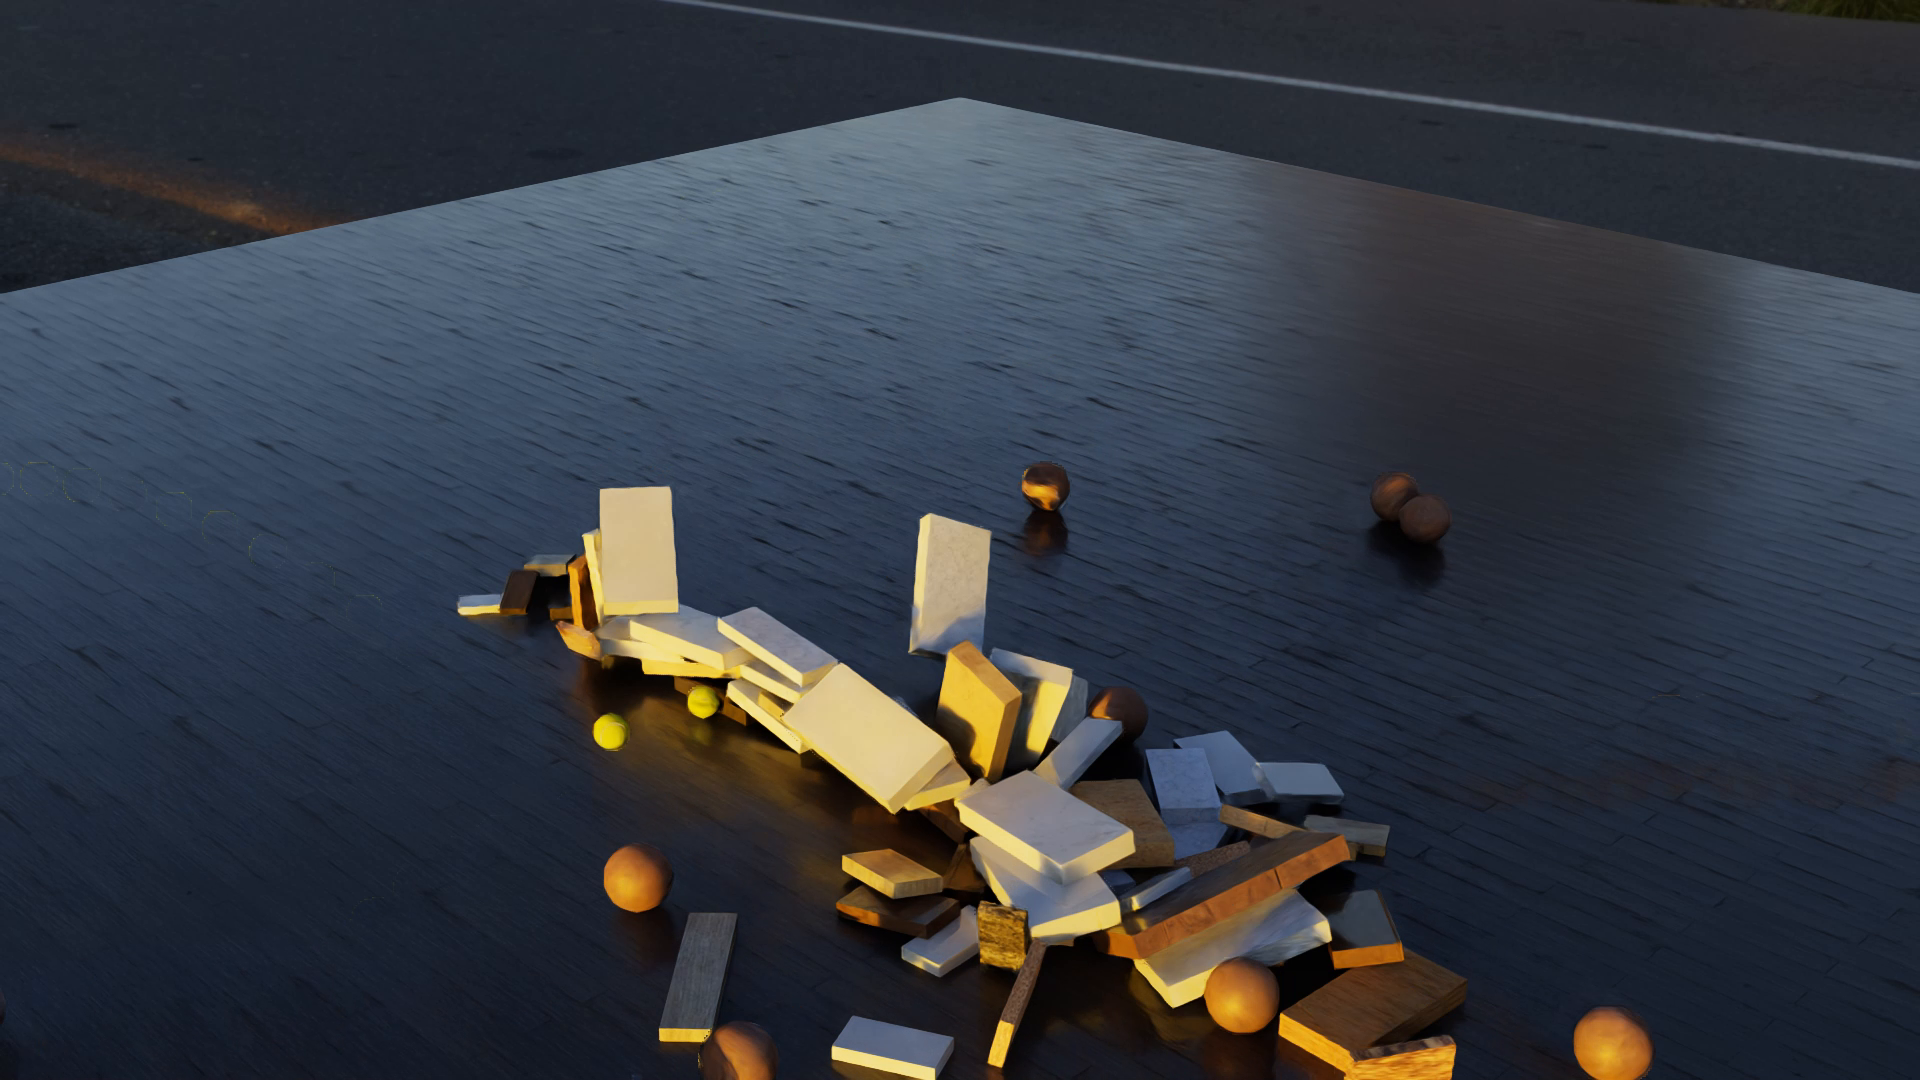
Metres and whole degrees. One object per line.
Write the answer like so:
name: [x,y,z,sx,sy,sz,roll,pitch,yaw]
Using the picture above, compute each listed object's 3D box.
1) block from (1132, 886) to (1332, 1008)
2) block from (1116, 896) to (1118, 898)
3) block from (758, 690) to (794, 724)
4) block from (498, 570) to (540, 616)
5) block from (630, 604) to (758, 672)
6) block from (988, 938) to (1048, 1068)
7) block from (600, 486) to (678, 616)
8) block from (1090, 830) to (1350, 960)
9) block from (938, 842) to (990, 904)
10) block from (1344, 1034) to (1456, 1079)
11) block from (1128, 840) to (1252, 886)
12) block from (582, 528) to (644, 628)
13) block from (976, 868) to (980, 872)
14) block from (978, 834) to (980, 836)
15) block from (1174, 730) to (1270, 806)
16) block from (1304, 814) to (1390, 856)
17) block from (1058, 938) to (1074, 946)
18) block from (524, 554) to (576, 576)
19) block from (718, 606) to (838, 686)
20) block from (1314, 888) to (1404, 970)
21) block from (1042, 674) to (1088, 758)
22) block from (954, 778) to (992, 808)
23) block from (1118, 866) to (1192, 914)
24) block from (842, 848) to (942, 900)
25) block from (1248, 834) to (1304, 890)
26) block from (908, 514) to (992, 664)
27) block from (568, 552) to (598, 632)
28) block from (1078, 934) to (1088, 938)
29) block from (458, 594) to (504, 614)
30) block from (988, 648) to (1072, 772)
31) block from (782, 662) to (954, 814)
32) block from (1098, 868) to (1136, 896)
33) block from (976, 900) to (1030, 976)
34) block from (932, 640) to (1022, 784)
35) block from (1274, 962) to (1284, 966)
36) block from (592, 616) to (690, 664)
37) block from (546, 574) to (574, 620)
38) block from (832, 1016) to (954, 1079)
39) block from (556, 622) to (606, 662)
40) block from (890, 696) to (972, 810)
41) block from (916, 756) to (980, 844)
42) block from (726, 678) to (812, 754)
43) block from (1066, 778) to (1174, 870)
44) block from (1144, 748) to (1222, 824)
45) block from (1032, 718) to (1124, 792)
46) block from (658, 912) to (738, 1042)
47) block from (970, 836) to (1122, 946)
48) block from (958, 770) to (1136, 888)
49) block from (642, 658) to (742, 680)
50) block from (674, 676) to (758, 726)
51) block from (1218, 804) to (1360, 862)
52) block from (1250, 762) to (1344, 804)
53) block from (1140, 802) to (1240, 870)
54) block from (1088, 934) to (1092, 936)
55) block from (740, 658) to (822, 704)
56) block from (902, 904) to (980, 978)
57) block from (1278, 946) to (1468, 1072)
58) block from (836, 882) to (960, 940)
block: [0.481,0.717,3.919,0.318,0.045,0.159,-20,24,-14]
block: [0.217,0.661,4.114,0.162,0.023,0.081,-7,21,-25]
block: [-0.319,0.376,4.724,0.111,0.031,0.221,-22,43,-41]
block: [-1.072,0.129,5.348,0.068,0.019,0.136,0,42,6]
block: [-0.582,0.214,4.910,0.310,0.039,0.139,16,27,39]
block: [0.100,0.792,3.772,0.026,0.092,0.250,18,26,8]
block: [-0.737,0.022,5.036,0.165,0.047,0.329,-2,52,-10]
block: [0.473,0.639,3.988,0.472,0.045,0.159,-21,4,-25]
block: [0.021,0.639,4.224,0.085,0.024,0.169,6,24,13]
block: [0.718,0.865,3.594,0.180,0.090,0.025,-6,28,-14]
block: [0.431,0.634,4.160,0.258,0.023,0.083,-15,26,-3]
block: [-0.794,0.101,5.165,0.139,0.277,0.039,-21,20,-41]
block: [0.088,0.636,4.189,0.056,0.016,0.112,-17,33,-42]
block: [0.097,0.591,4.222,0.081,0.023,0.162,-14,29,-13]
block: [0.554,0.478,4.589,0.125,0.035,0.250,-8,24,-18]
block: [0.763,0.584,4.354,0.166,0.023,0.083,7,24,15]
block: [0.162,0.715,4.015,0.093,0.046,0.013,6,35,14]
block: [-1.026,0.062,5.506,0.101,0.029,0.203,-1,7,-2]
block: [-0.397,0.229,4.791,0.104,0.030,0.280,-20,38,-41]
block: [0.721,0.703,3.985,0.122,0.035,0.245,-8,13,4]
block: [0.186,0.368,4.762,0.165,0.047,0.330,21,23,-2]
block: [0.079,0.547,4.350,0.169,0.024,0.085,37,42,20]
block: [0.344,0.646,4.032,0.085,0.024,0.170,-26,-6,42]
block: [-0.129,0.630,4.160,0.104,0.030,0.209,-3,9,-30]
block: [0.574,0.647,4.189,0.125,0.035,0.250,13,26,28]
block: [-0.022,0.118,5.063,0.165,0.330,0.047,16,-25,-27]
block: [-0.874,0.118,5.200,0.029,0.203,0.101,23,43,24]
block: [0.248,0.709,4.073,0.093,0.013,0.046,-14,27,-29]
block: [-1.153,0.156,5.369,0.136,0.019,0.068,-4,23,-9]
block: [0.109,0.353,4.483,0.165,0.330,0.047,16,50,-2]
block: [-0.186,0.393,4.408,0.169,0.048,0.338,-43,50,-16]
block: [0.236,0.642,4.101,0.162,0.023,0.081,-6,21,-24]
block: [0.077,0.705,3.879,0.085,0.170,0.024,11,47,14]
block: [0.028,0.365,4.424,0.047,0.329,0.165,-30,60,-31]
block: [0.545,0.708,4.006,0.083,0.023,0.166,-3,35,8]
block: [-0.702,0.227,5.030,0.277,0.039,0.139,5,21,29]
block: [-0.961,0.137,5.401,0.101,0.029,0.203,-5,24,-11]
block: [-0.113,0.857,3.708,0.184,0.026,0.092,8,24,18]
block: [-0.862,0.229,4.999,0.019,0.068,0.136,-41,34,-27]
block: [-0.114,0.429,4.455,0.142,0.040,0.283,-12,39,-31]
block: [-0.036,0.501,4.443,0.142,0.040,0.283,-21,44,-39]
block: [-0.380,0.367,4.788,0.125,0.035,0.250,-21,42,-40]
block: [0.299,0.553,4.305,0.169,0.048,0.378,-2,12,-6]
block: [0.451,0.497,4.455,0.122,0.035,0.245,-1,23,-2]
block: [0.229,0.448,4.519,0.085,0.024,0.321,4,23,29]
block: [-0.461,0.772,3.908,0.090,0.026,0.362,1,23,2]
block: [0.152,0.625,4.040,0.169,0.048,0.338,-14,24,-14]
block: [0.159,0.536,4.122,0.165,0.047,0.329,-22,27,-29]
block: [-0.580,0.270,4.983,0.250,0.035,0.125,2,19,22]
block: [-0.511,0.338,4.918,0.125,0.035,0.250,-21,31,-41]
block: [0.640,0.570,4.283,0.245,0.035,0.122,14,-3,37]
block: [0.686,0.493,4.467,0.180,0.025,0.090,5,37,-32]
block: [0.456,0.587,4.332,0.125,0.035,0.250,10,25,21]
block: [0.233,0.698,4.015,0.093,0.013,0.046,30,32,-28]
block: [-0.369,0.298,4.772,0.111,0.031,0.221,-19,26,-36]
block: [-0.010,0.730,4.007,0.092,0.026,0.184,19,29,37]
block: [0.716,0.807,3.801,0.318,0.045,0.159,-20,30,-39]
block: [-0.114,0.683,4.075,0.209,0.030,0.104,7,22,35]
